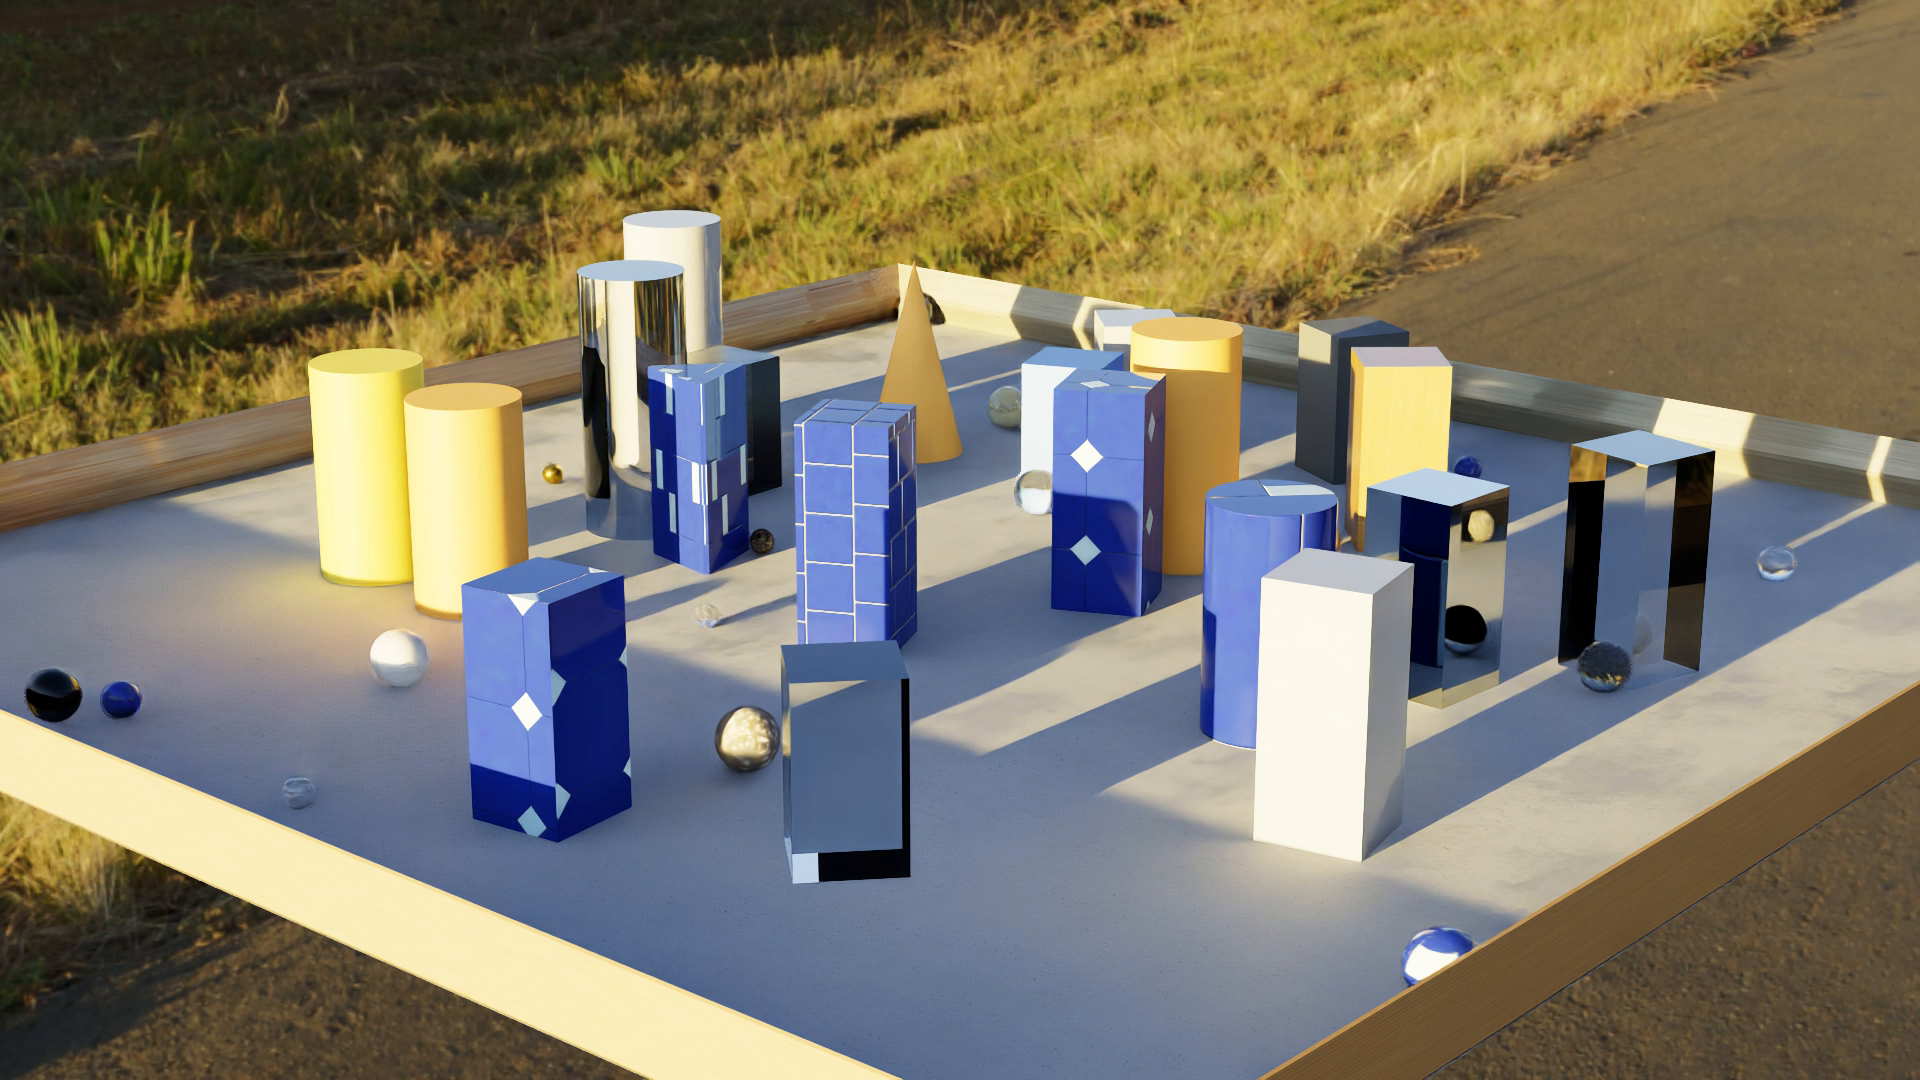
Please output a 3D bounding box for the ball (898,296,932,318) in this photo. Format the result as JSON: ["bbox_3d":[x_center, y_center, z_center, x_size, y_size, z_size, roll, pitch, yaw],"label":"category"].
[{"bbox_3d":[-0.110,-0.559,7.161,0.086,0.086,0.086,0,17,0],"label":"ball"}]

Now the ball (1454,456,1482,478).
[{"bbox_3d":[1.011,-0.141,5.827,0.054,0.054,0.054,0,17,0],"label":"ball"}]

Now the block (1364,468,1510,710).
[{"bbox_3d":[0.748,0.074,4.635,0.159,0.330,0.159,15,23,41],"label":"block"}]

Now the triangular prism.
[{"bbox_3d":[-0.448,-0.139,5.307,0.149,0.351,0.172,-13,21,-36],"label":"triangular prism"}]

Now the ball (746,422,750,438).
[{"bbox_3d":[-0.462,-0.230,6.135,0.047,0.047,0.047,0,17,0],"label":"ball"}]

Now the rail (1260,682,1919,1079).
[{"bbox_3d":[1.196,0.332,4.126,0.045,0.129,3.235,14,22,39],"label":"rail"}]

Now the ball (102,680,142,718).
[{"bbox_3d":[-1.296,0.246,4.535,0.059,0.059,0.059,0,17,0],"label":"ball"}]

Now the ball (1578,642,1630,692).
[{"bbox_3d":[1.020,0.201,4.644,0.082,0.082,0.082,0,17,0],"label":"ball"}]

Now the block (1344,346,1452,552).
[{"bbox_3d":[0.806,-0.169,5.412,0.159,0.347,0.159,0,17,-1],"label":"block"}]

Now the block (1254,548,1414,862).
[{"bbox_3d":[0.515,0.225,4.044,0.159,0.383,0.159,9,19,27],"label":"block"}]

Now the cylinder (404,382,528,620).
[{"bbox_3d":[-0.845,-0.068,5.041,0.198,0.368,0.198,0,17,0],"label":"cylinder"}]

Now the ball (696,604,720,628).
[{"bbox_3d":[-0.427,0.128,4.958,0.041,0.041,0.041,0,17,0],"label":"ball"}]

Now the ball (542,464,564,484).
[{"bbox_3d":[-0.808,-0.131,5.816,0.042,0.042,0.042,0,17,0],"label":"ball"}]

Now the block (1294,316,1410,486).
[{"bbox_3d":[0.784,-0.281,5.871,0.159,0.298,0.159,-7,18,-21],"label":"block"}]

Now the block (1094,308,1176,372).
[{"bbox_3d":[0.365,-0.325,6.059,0.159,0.274,0.159,-1,17,-4],"label":"block"}]

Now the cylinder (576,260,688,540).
[{"bbox_3d":[-0.606,-0.262,5.475,0.198,0.490,0.198,0,17,0],"label":"cylinder"}]

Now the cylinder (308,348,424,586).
[{"bbox_3d":[-1.047,-0.131,5.221,0.198,0.385,0.198,0,17,0],"label":"cylinder"}]

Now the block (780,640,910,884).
[{"bbox_3d":[-0.156,0.299,3.972,0.159,0.284,0.159,-2,17,-7],"label":"block"}]

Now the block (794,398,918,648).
[{"bbox_3d":[-0.170,-0.019,4.837,0.159,0.392,0.159,5,17,15],"label":"block"}]

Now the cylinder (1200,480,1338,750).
[{"bbox_3d":[0.467,0.112,4.445,0.198,0.368,0.198,0,17,0],"label":"cylinder"}]

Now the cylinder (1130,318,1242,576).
[{"bbox_3d":[0.404,-0.170,5.278,0.198,0.428,0.198,0,17,0],"label":"cylinder"}]

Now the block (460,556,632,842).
[{"bbox_3d":[-0.579,0.221,4.117,0.159,0.347,0.159,11,20,32],"label":"block"}]

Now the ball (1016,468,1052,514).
[{"bbox_3d":[0.150,-0.093,5.608,0.089,0.089,0.089,0,17,0],"label":"ball"}]

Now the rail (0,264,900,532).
[{"bbox_3d":[-1.196,-0.267,6.114,0.045,0.129,3.235,14,22,39],"label":"rail"}]

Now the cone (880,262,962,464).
[{"bbox_3d":[-0.093,-0.377,6.009,0.198,0.402,0.198,0,17,0],"label":"cone"}]

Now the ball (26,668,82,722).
[{"bbox_3d":[-1.396,0.239,4.517,0.082,0.082,0.082,0,17,0],"label":"ball"}]

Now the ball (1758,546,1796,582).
[{"bbox_3d":[1.448,0.042,5.200,0.065,0.065,0.065,0,17,0],"label":"ball"}]

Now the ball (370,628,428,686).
[{"bbox_3d":[-0.894,0.188,4.671,0.092,0.092,0.092,0,17,0],"label":"ball"}]

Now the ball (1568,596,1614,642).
[{"bbox_3d":[1.052,0.132,4.885,0.076,0.076,0.076,0,17,0],"label":"ball"}]

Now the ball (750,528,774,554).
[{"bbox_3d":[-0.363,0.002,5.370,0.045,0.045,0.045,0,17,0],"label":"ball"}]

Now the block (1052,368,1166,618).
[{"bbox_3d":[0.256,-0.083,5.054,0.159,0.391,0.159,5,17,16],"label":"block"}]

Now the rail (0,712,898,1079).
[{"bbox_3d":[-1.045,0.379,3.968,3.214,0.129,0.045,14,22,39],"label":"rail"}]

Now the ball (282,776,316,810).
[{"bbox_3d":[-0.942,0.361,4.176,0.047,0.047,0.047,0,17,0],"label":"ball"}]

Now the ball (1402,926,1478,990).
[{"bbox_3d":[0.586,0.519,3.561,0.099,0.099,0.099,0,17,0],"label":"ball"}]

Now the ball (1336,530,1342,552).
[{"bbox_3d":[0.646,0.000,5.302,0.087,0.087,0.087,0,17,0],"label":"ball"}]

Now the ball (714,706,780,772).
[{"bbox_3d":[-0.313,0.293,4.313,0.098,0.098,0.098,0,17,0],"label":"ball"}]

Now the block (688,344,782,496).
[{"bbox_3d":[-0.464,-0.230,5.759,0.159,0.264,0.159,13,21,37],"label":"block"}]

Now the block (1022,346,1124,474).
[{"bbox_3d":[0.222,-0.232,5.774,0.159,0.259,0.159,6,18,19],"label":"block"}]

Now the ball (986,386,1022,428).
[{"bbox_3d":[0.100,-0.281,6.234,0.089,0.089,0.089,0,17,0],"label":"ball"}]

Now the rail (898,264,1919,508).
[{"bbox_3d":[1.045,-0.315,6.272,3.214,0.129,0.045,14,22,39],"label":"rail"}]

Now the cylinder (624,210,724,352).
[{"bbox_3d":[-0.587,-0.425,6.039,0.198,0.477,0.198,0,17,0],"label":"cylinder"}]

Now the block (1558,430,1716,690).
[{"bbox_3d":[1.086,0.030,4.712,0.159,0.370,0.159,-12,20,-34],"label":"block"}]
